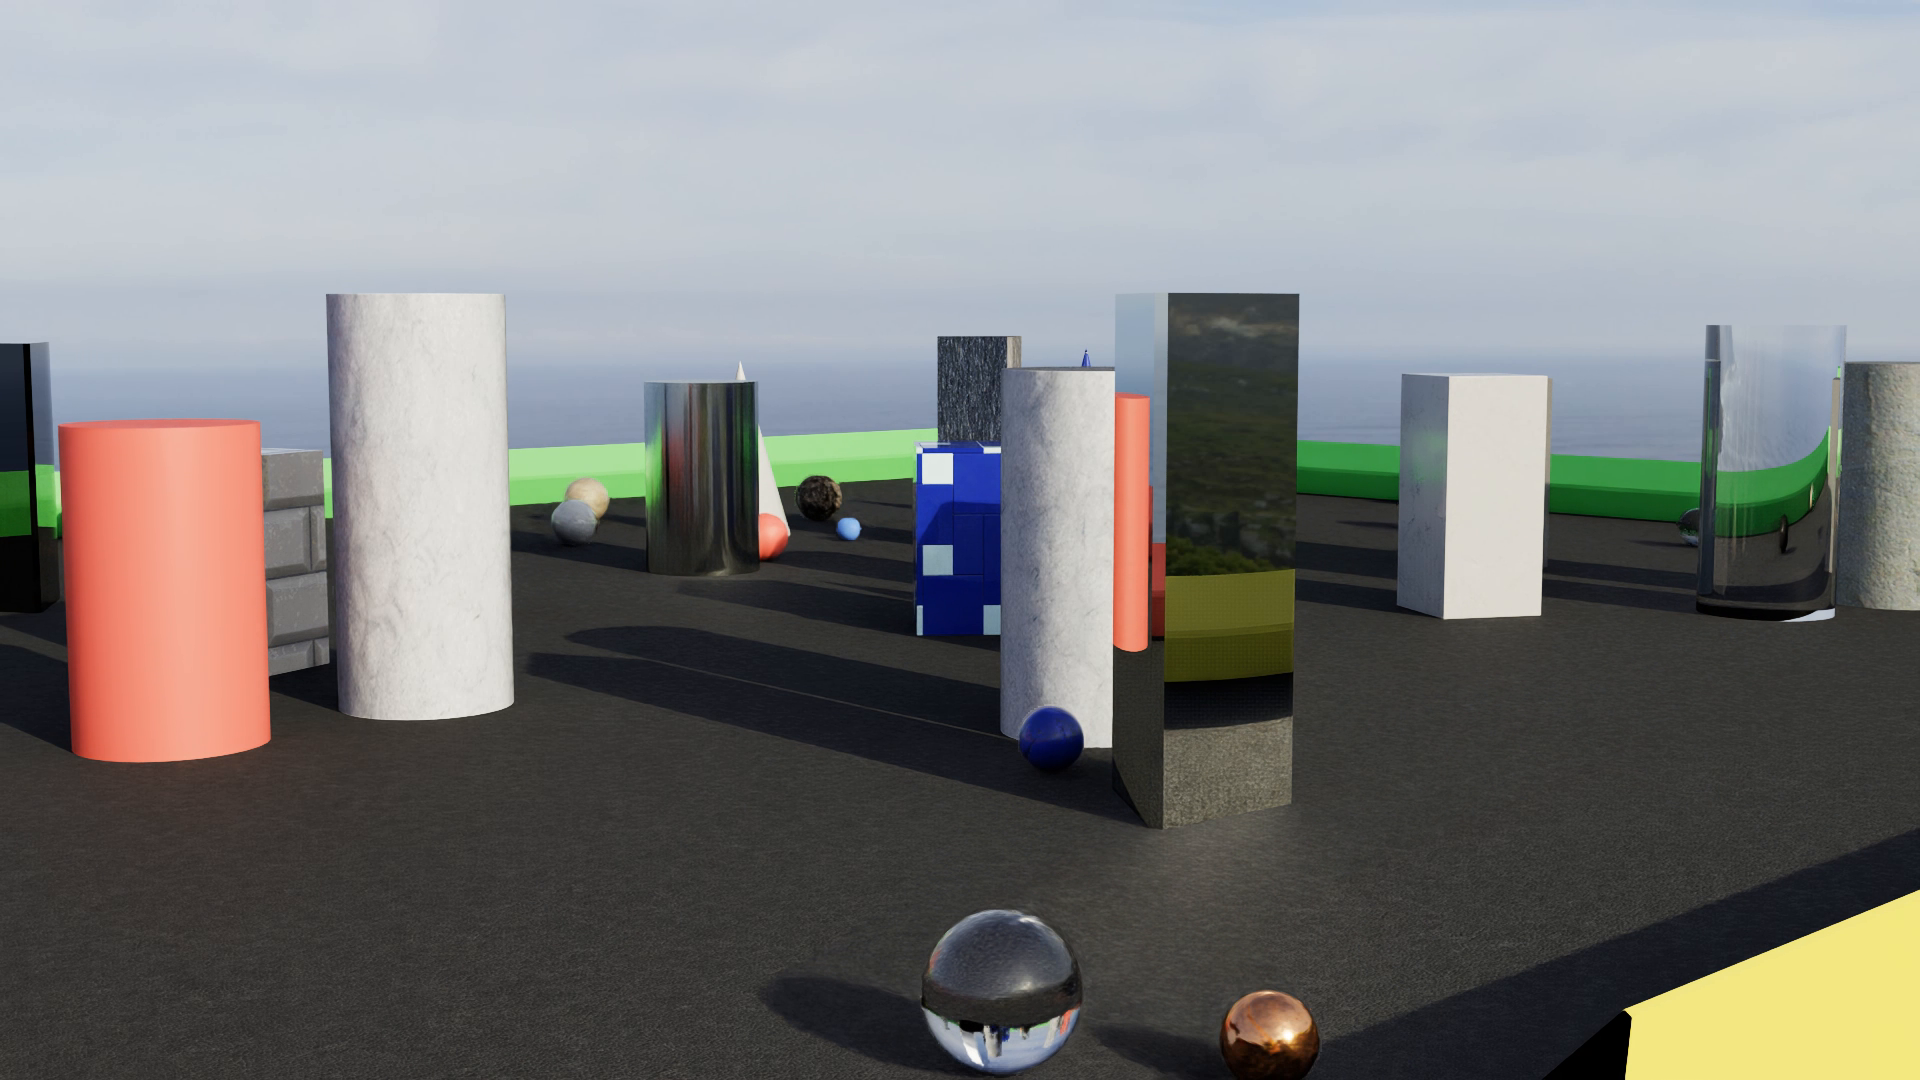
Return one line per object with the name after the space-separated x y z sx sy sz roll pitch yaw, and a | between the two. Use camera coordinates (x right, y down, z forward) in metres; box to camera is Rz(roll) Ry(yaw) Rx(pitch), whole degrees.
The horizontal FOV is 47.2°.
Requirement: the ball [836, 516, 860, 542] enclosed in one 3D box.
-0.214 -0.021 4.230 0.047 0.047 0.047 0 6 0 | ball

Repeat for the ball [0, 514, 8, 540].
-1.838 -0.024 4.160 0.068 0.068 0.068 0 6 0 | ball

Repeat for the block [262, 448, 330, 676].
-0.898 0.025 2.723 0.155 0.269 0.155 3 7 25 | block

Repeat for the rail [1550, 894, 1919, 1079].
1.290 0.179 1.942 3.961 0.126 0.045 -6 8 -42 | rail

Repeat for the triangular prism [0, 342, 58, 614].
-1.413 -0.099 3.304 0.167 0.395 0.145 2 6 17 | triangular prism

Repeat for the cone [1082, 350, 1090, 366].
0.259 -0.213 4.525 0.193 0.367 0.193 0 6 0 | cone

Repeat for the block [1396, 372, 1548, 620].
0.753 -0.069 3.244 0.155 0.349 0.155 -2 6 -14 | block

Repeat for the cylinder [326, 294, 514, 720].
-0.603 -0.044 2.462 0.193 0.461 0.193 0 6 0 | cylinder

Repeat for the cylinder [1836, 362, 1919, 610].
1.419 -0.087 3.340 0.193 0.364 0.193 0 6 0 | cylinder

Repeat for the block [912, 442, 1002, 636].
0.014 -0.006 3.079 0.155 0.256 0.155 0 6 -3 | block

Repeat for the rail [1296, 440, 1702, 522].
1.438 -0.106 4.652 0.045 0.126 3.852 -6 8 -42 | rail

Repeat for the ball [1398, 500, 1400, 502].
0.940 -0.070 4.476 0.093 0.093 0.093 0 6 0 | ball

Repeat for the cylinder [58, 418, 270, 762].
-0.811 0.045 2.247 0.193 0.329 0.193 0 6 0 | cylinder

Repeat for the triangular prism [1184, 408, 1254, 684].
0.256 0.000 2.708 0.145 0.323 0.167 4 7 33 | triangular prism

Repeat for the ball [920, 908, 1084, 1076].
0.024 0.264 1.286 0.095 0.095 0.095 0 6 0 | ball

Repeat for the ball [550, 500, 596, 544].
-0.731 -0.034 4.165 0.086 0.086 0.086 0 6 0 | ball

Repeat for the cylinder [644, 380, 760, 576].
-0.440 -0.109 3.752 0.193 0.323 0.193 0 6 0 | cylinder

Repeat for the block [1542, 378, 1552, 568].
0.909 -0.115 3.789 0.155 0.326 0.155 6 8 42 | block

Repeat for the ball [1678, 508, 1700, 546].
1.388 -0.024 4.138 0.071 0.071 0.071 0 6 0 | ball

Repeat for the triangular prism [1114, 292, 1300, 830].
0.189 0.009 1.973 0.167 0.458 0.145 -5 8 -38 | triangular prism

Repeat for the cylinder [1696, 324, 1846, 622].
1.186 -0.103 3.220 0.193 0.421 0.193 0 6 0 | cylinder

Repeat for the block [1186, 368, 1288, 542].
0.521 -0.166 4.257 0.155 0.330 0.155 -4 7 -35 | block

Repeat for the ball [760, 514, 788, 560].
-0.347 -0.005 3.899 0.084 0.084 0.084 0 6 0 | ball

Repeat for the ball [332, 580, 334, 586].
-0.882 0.062 3.250 0.086 0.086 0.086 0 6 0 | ball

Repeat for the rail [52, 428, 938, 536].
-1.290 -0.113 4.722 3.961 0.126 0.045 -6 8 -42 | rail

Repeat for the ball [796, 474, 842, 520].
-0.298 -0.090 4.645 0.097 0.097 0.097 0 6 0 | ball

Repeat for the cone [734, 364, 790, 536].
-0.432 -0.182 4.337 0.193 0.345 0.193 0 6 0 | cone

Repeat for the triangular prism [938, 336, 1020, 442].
0.068 -0.183 4.109 0.167 0.394 0.145 5 8 37 | triangular prism

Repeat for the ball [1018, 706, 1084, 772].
0.088 0.192 2.121 0.063 0.063 0.063 0 6 0 | ball

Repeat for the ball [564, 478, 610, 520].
-0.781 -0.083 4.597 0.094 0.094 0.094 0 6 0 | ball

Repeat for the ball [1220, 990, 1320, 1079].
0.177 0.286 1.259 0.057 0.057 0.057 0 6 0 | ball

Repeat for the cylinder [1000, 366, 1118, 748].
0.139 0.011 2.316 0.193 0.382 0.193 0 6 0 | cylinder
